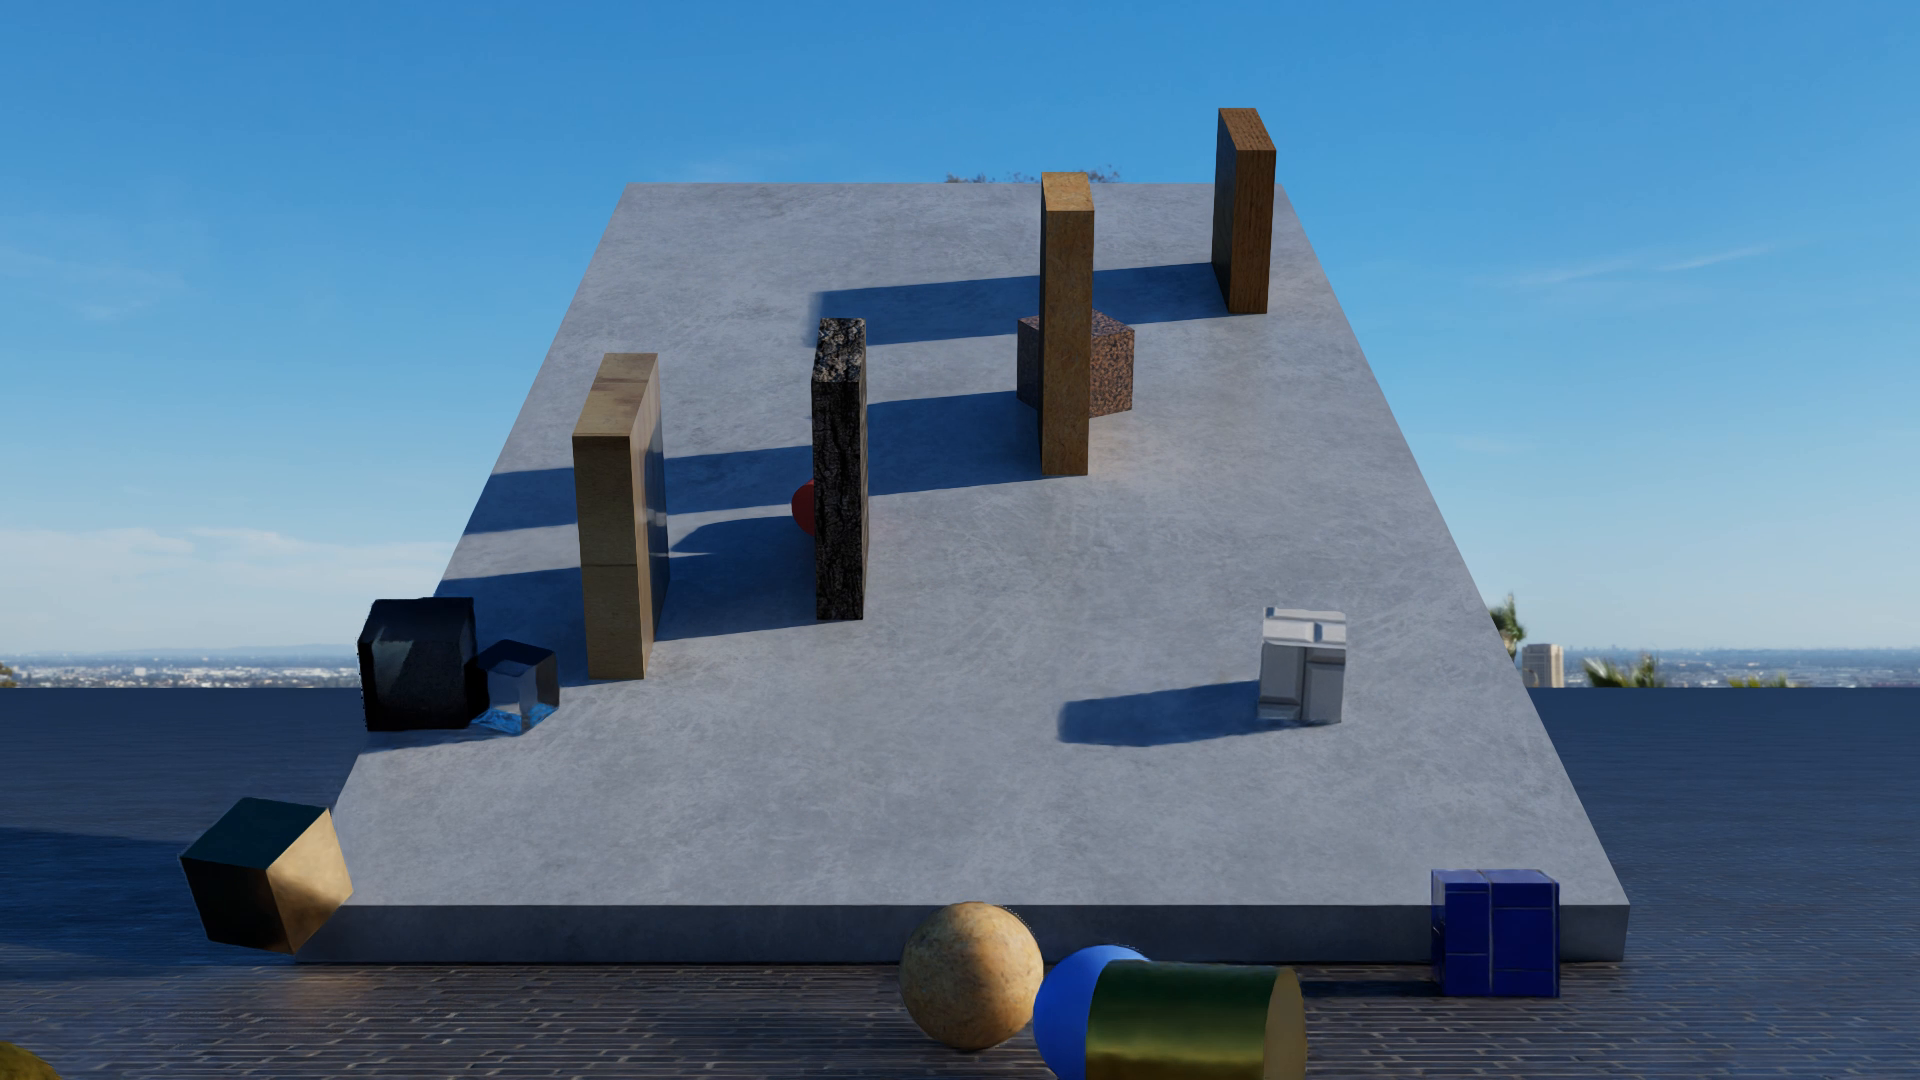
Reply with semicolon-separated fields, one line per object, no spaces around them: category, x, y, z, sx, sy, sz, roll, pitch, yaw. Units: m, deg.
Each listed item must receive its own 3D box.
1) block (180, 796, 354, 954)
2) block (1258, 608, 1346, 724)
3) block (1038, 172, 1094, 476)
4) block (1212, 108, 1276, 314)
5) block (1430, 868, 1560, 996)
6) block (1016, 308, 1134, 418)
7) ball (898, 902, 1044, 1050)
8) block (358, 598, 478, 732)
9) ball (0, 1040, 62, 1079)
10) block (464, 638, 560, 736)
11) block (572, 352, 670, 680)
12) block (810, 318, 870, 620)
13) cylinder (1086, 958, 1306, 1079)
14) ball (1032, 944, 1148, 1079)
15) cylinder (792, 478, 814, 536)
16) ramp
block;-1.012;0.489;3.406;0.152;0.152;0.152;4;30;22
block;0.592;0.216;4.031;0.142;0.142;0.142;4;24;8
block;0.225;-0.467;5.010;0.098;0.585;0.299;0;24;0
block;0.739;-0.868;6.099;0.099;0.428;0.442;0;24;0
block;0.733;0.538;3.201;0.151;0.151;0.151;0;-1;5
block;0.264;-0.403;5.347;0.194;0.194;0.194;-13;27;-27
ball;0.013;0.501;2.681;0.168;0.168;0.168;0;-3;0
block;-0.926;0.212;4.000;0.168;0.168;0.168;-1;24;-3
ball;-0.721;0.443;1.683;0.163;0.163;0.163;0;-3;0
block;-0.766;0.251;3.985;0.110;0.110;0.110;11;27;24
block;-0.609;-0.050;4.226;0.098;0.463;0.419;0;24;0
block;-0.224;-0.139;4.414;0.086;0.472;0.354;0;24;0
cylinder;0.218;0.470;2.132;0.163;0.163;0.163;-1;-4;22
ball;0.150;0.491;2.383;0.151;0.151;0.151;0;-3;0
cylinder;-0.264;-0.079;4.718;0.115;0.115;0.115;-2;21;27
ramp;-0.008;-0.228;5.315;2.000;0.100;4.000;0;24;0
